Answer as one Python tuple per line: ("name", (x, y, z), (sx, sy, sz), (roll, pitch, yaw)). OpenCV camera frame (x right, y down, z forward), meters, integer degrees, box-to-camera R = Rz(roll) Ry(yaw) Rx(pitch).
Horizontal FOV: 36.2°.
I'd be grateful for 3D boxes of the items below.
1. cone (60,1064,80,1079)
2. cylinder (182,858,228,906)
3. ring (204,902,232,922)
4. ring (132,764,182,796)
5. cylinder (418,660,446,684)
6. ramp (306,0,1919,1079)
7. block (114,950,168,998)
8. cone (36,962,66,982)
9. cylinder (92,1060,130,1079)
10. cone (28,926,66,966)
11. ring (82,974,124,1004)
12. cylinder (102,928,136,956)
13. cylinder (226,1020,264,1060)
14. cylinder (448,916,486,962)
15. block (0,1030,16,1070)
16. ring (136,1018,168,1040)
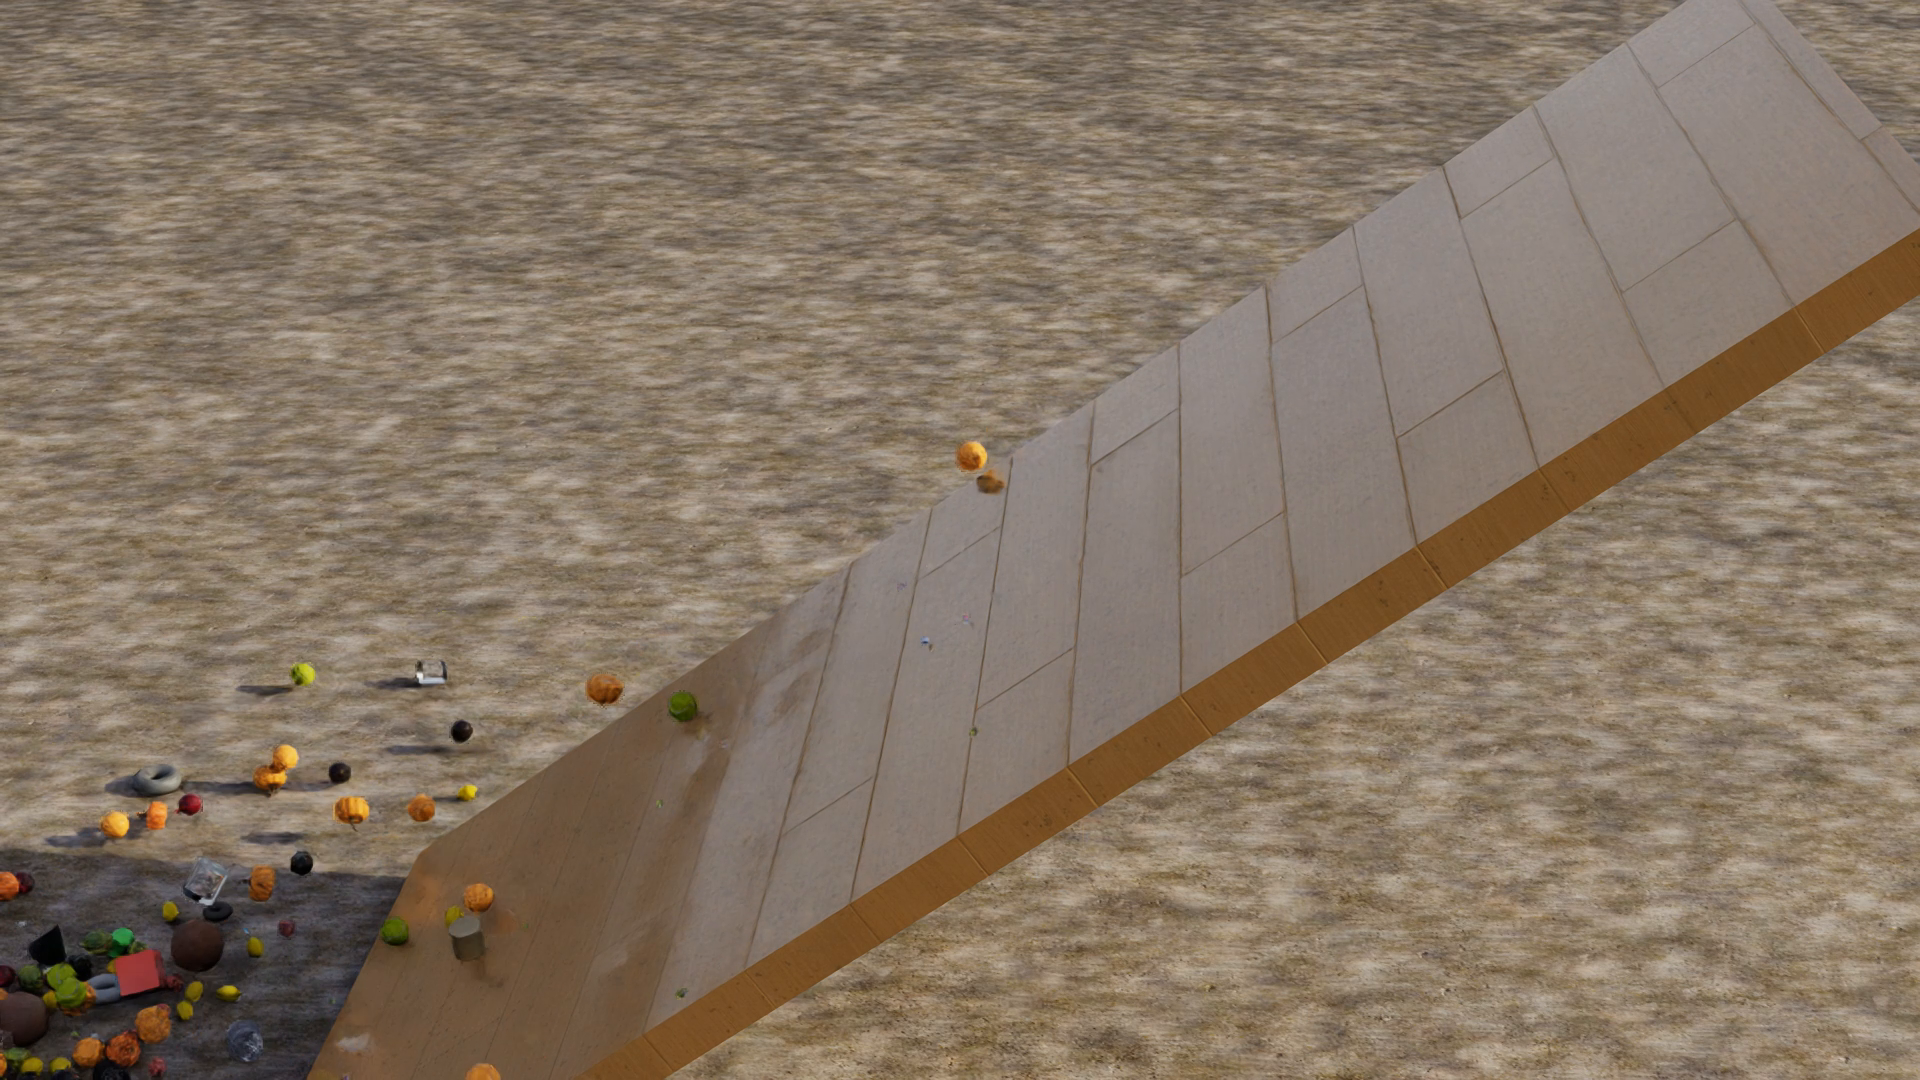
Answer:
("cone", (-2.072, 1.255, 6.837), (0.083, 0.083, 0.083), (0, 22, 0))
("cylinder", (-1.954, 0.885, 7.616), (0.088, 0.088, 0.088), (30, 5, -3))
("ring", (-1.925, 0.964, 7.628), (0.075, 0.025, 0.075), (0, 22, 0))
("ring", (-2.266, 0.677, 8.301), (0.137, 0.046, 0.137), (0, 23, 0))
("cylinder", (-1.601, 0.401, 8.918), (0.070, 0.070, 0.070), (-1, 20, -28))
("ramp", (0.131, 0.177, 6.317), (4.000, 0.100, 2.000), (-34, 16, 16))
("block", (-2.009, 1.065, 7.218), (0.094, 0.094, 0.094), (-15, -11, -5))
("cone", (-2.278, 1.046, 7.332), (0.080, 0.080, 0.080), (-13, 17, 4))
("cylinder", (-1.969, 1.251, 6.827), (0.065, 0.065, 0.065), (-5, 61, 8))
("cone", (-2.248, 0.988, 7.291), (0.094, 0.094, 0.094), (23, 27, -12))
("ring", (-2.108, 1.108, 7.257), (0.115, 0.038, 0.115), (0, 22, 0))
("cylinder", (-2.130, 1.019, 7.449), (0.057, 0.057, 0.057), (10, 17, 23))
("cylinder", (-1.697, 1.187, 6.978), (0.078, 0.078, 0.078), (-10, 10, -23))
("cylinder", (-1.117, 0.904, 6.671), (0.072, 0.072, 0.072), (-5, 33, 3))
("block", (-2.293, 1.208, 6.968), (0.071, 0.071, 0.071), (9, 24, 20))
("ring", (-1.951, 1.180, 7.098), (0.076, 0.025, 0.076), (-1, 23, 0))
